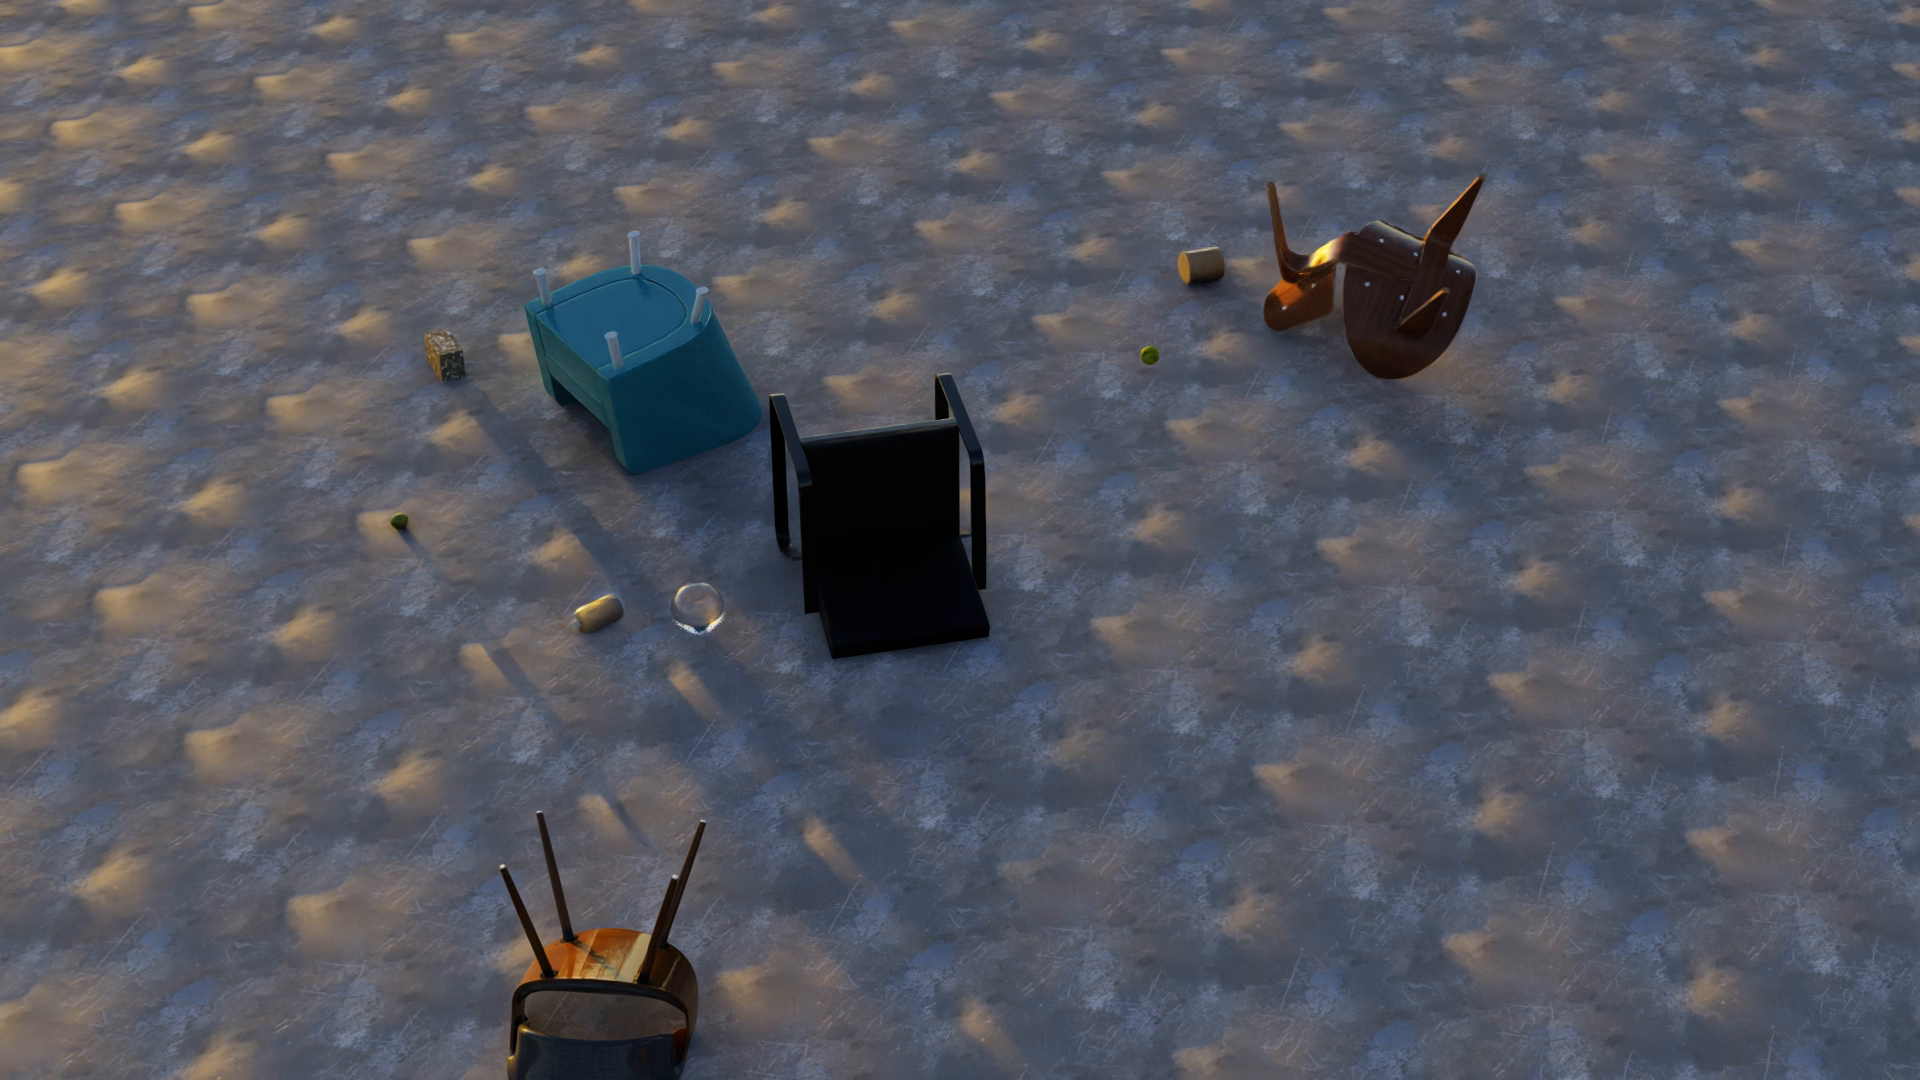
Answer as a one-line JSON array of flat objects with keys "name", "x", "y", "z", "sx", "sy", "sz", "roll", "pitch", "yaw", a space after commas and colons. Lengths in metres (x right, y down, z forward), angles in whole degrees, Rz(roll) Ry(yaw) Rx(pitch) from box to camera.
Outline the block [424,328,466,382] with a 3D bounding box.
[{"name": "block", "x": -2.105, "y": -0.758, "z": 11.978, "sx": 0.099, "sy": 0.127, "sz": 0.209, "roll": -15, "pitch": 36, "yaw": -21}]

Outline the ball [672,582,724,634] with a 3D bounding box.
[{"name": "ball", "x": -0.931, "y": 0.240, "z": 10.409, "sx": 0.188, "sy": 0.188, "sz": 0.188, "roll": 0, "pitch": 33, "yaw": 0}]
